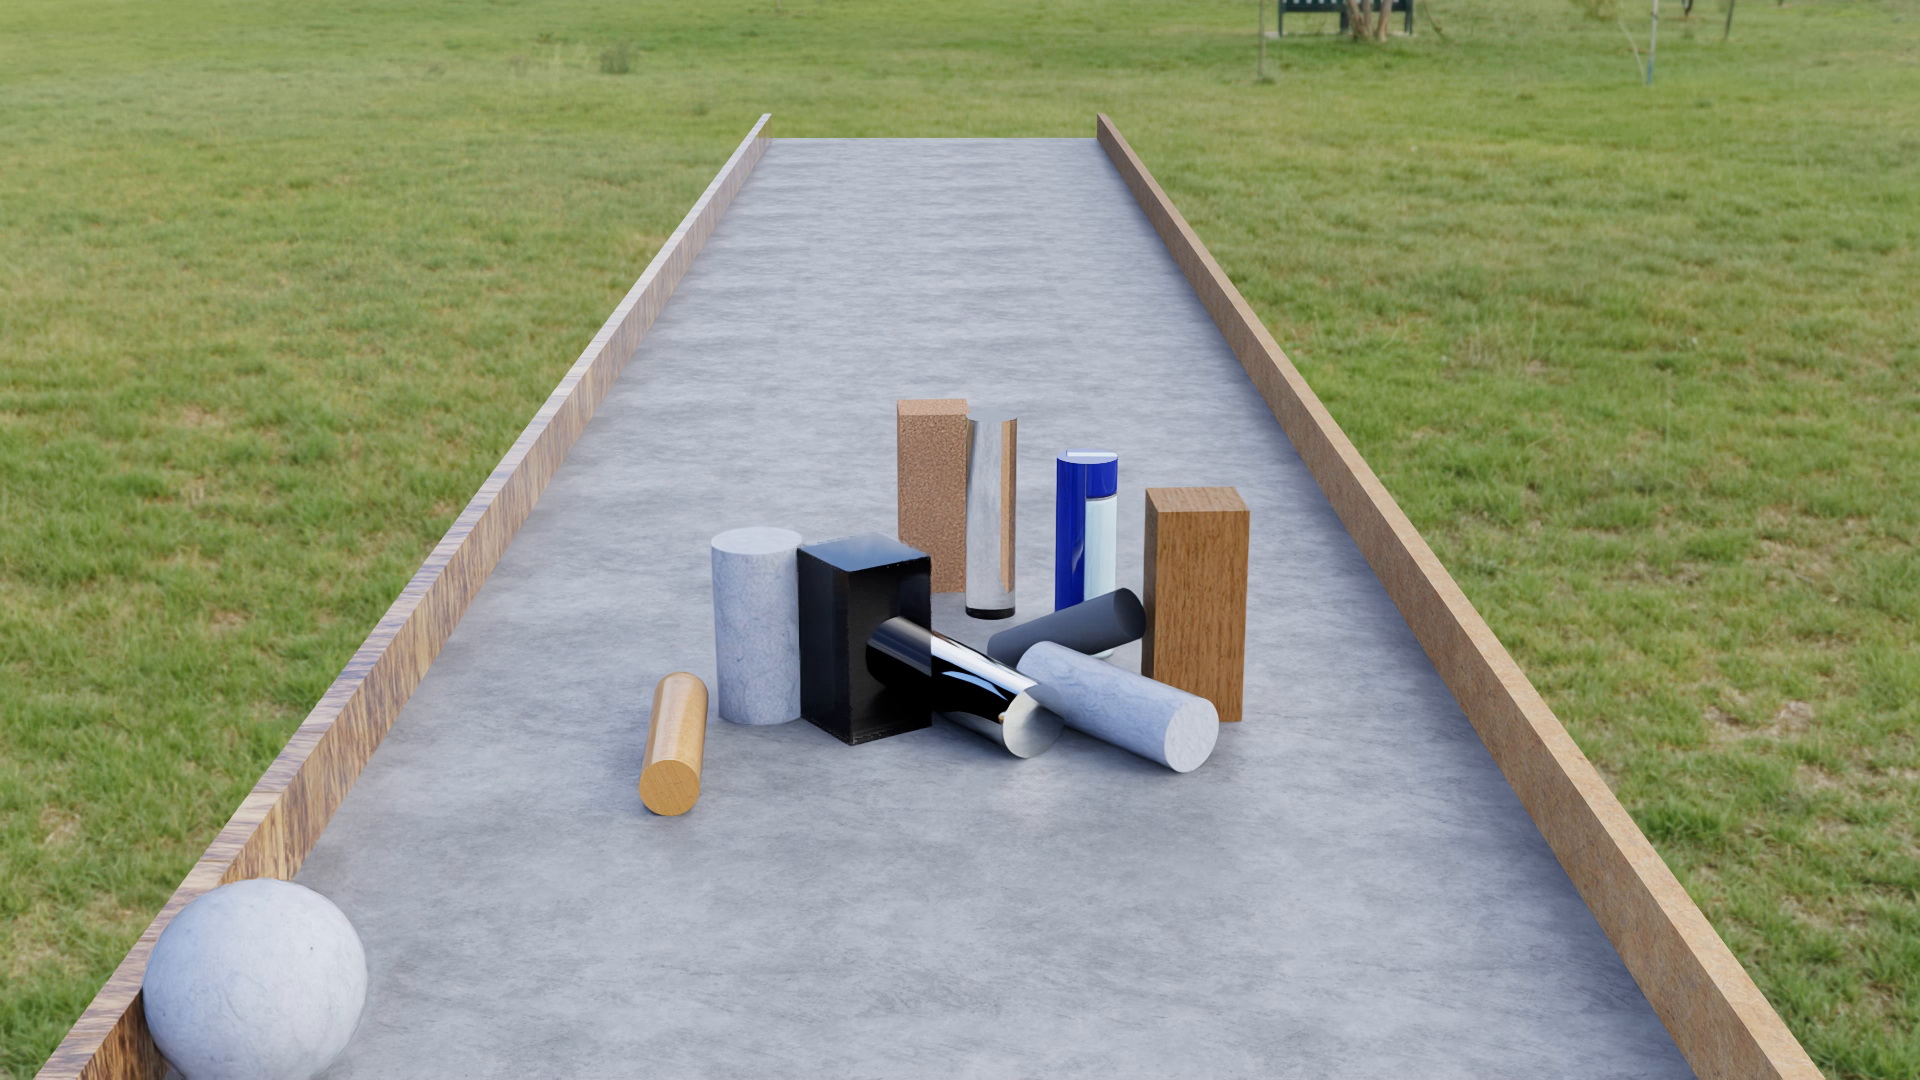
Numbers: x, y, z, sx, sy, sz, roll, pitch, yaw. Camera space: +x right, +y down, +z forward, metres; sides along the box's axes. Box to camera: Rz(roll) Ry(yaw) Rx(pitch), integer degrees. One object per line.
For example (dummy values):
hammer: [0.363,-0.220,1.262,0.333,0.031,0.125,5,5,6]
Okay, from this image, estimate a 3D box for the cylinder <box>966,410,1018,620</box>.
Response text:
cylinder: [0.066,-0.052,4.647,0.108,0.431,0.108,0,17,0]

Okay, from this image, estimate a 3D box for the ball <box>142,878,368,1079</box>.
ball: [-0.901,0.572,2.819,0.276,0.276,0.276,0,17,0]

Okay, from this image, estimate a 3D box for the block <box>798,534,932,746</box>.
block: [-0.175,0.180,4.043,0.175,0.330,0.175,-11,20,-33]

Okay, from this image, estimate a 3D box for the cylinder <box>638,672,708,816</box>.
cylinder: [-0.500,0.352,3.867,0.101,0.101,0.429,-1,17,-4]

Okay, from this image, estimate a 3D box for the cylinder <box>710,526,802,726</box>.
cylinder: [-0.373,0.159,4.099,0.169,0.334,0.169,-1,18,0]

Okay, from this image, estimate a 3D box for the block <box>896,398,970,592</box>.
block: [-0.058,-0.098,4.852,0.153,0.402,0.153,-1,17,-4]

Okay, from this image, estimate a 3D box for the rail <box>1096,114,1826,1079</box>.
rail: [0.932,-0.844,7.801,0.050,0.150,12.000,0,17,-1]

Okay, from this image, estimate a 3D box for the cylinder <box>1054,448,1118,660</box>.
cylinder: [0.252,0.030,4.407,0.122,0.409,0.122,0,17,0]

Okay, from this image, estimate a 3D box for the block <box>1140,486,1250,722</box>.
block: [0.436,0.120,4.109,0.168,0.408,0.168,-1,17,-3]

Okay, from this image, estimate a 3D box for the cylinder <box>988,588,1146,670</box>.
cylinder: [0.202,0.184,4.202,0.309,0.101,0.101,-22,1,36]

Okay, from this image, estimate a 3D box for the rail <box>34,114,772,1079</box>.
rail: [-1.118,-0.838,7.780,0.050,0.150,12.000,0,17,-1]

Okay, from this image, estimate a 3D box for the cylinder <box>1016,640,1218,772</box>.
cylinder: [0.278,0.298,3.987,0.136,0.136,0.395,-14,21,-38]

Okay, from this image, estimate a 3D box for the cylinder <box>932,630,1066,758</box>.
cylinder: [0.025,0.277,4.055,0.137,0.137,0.380,-11,20,-33]
